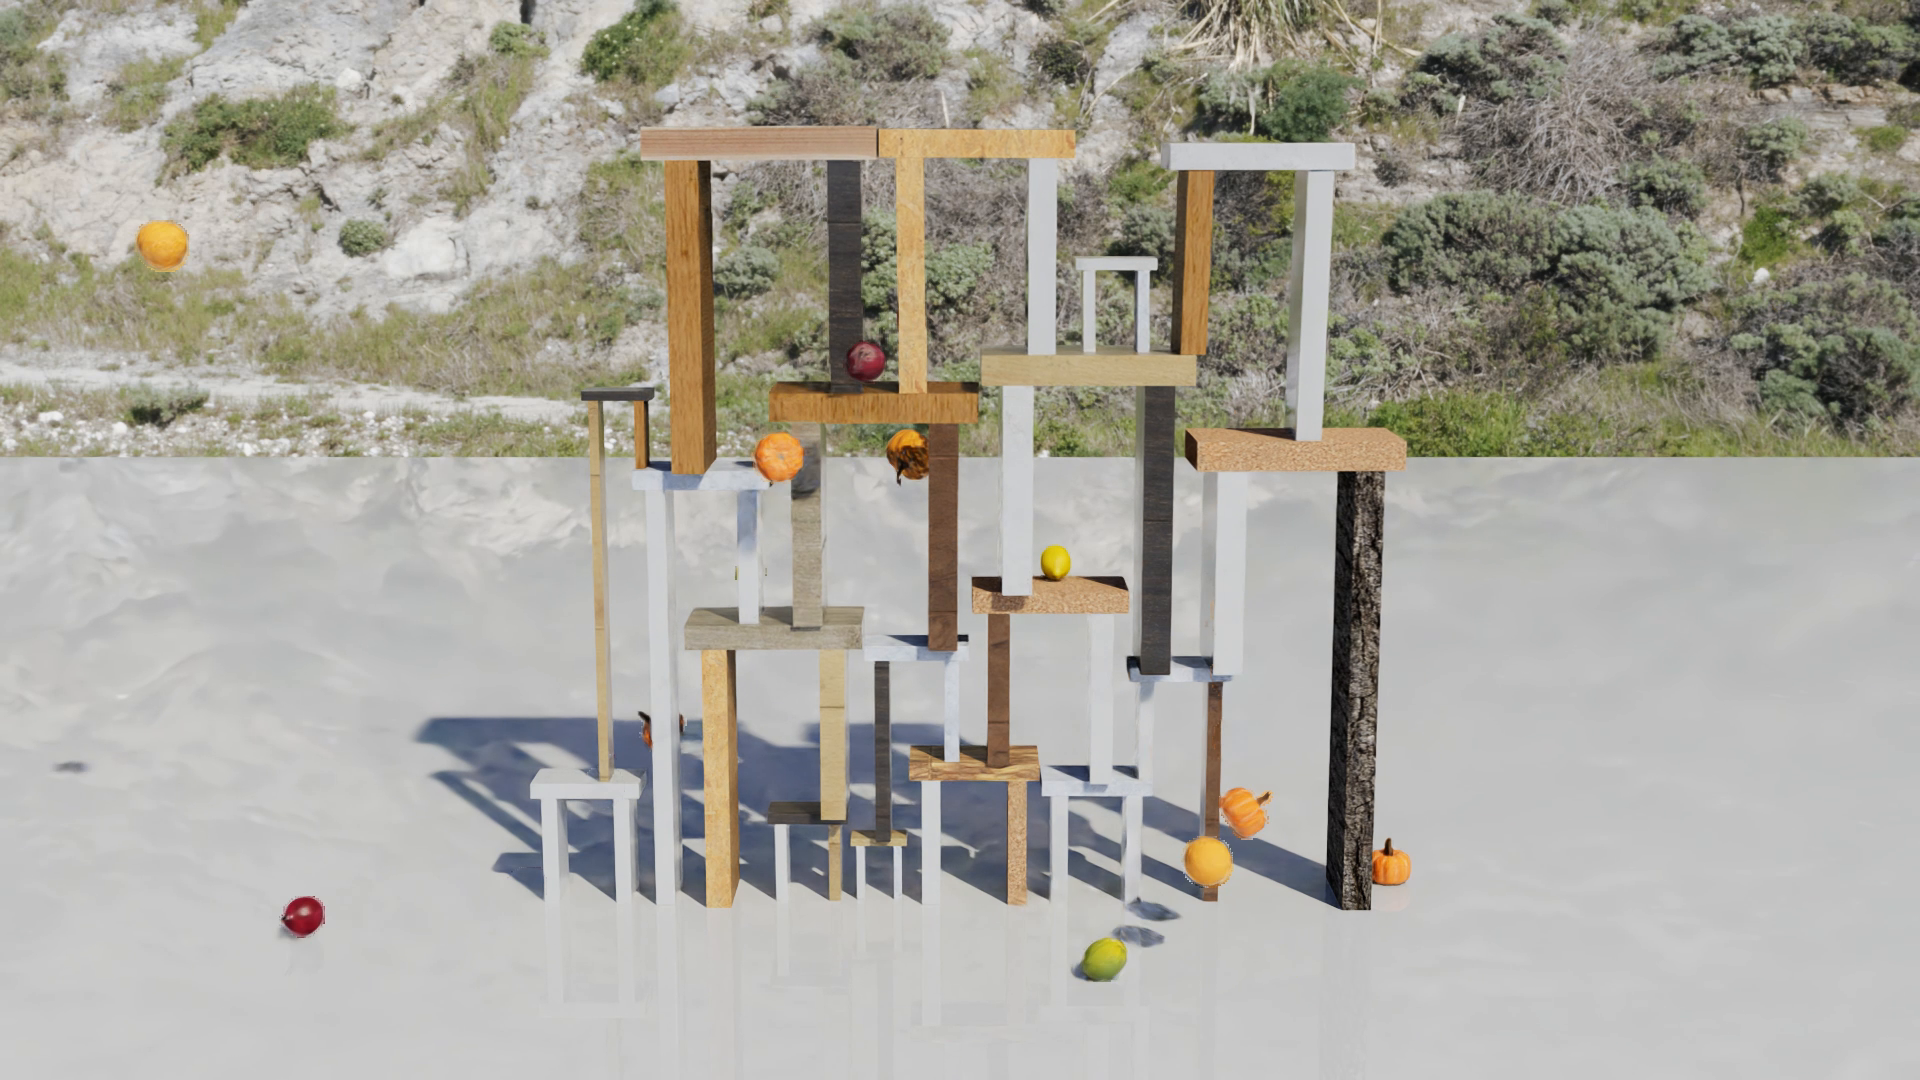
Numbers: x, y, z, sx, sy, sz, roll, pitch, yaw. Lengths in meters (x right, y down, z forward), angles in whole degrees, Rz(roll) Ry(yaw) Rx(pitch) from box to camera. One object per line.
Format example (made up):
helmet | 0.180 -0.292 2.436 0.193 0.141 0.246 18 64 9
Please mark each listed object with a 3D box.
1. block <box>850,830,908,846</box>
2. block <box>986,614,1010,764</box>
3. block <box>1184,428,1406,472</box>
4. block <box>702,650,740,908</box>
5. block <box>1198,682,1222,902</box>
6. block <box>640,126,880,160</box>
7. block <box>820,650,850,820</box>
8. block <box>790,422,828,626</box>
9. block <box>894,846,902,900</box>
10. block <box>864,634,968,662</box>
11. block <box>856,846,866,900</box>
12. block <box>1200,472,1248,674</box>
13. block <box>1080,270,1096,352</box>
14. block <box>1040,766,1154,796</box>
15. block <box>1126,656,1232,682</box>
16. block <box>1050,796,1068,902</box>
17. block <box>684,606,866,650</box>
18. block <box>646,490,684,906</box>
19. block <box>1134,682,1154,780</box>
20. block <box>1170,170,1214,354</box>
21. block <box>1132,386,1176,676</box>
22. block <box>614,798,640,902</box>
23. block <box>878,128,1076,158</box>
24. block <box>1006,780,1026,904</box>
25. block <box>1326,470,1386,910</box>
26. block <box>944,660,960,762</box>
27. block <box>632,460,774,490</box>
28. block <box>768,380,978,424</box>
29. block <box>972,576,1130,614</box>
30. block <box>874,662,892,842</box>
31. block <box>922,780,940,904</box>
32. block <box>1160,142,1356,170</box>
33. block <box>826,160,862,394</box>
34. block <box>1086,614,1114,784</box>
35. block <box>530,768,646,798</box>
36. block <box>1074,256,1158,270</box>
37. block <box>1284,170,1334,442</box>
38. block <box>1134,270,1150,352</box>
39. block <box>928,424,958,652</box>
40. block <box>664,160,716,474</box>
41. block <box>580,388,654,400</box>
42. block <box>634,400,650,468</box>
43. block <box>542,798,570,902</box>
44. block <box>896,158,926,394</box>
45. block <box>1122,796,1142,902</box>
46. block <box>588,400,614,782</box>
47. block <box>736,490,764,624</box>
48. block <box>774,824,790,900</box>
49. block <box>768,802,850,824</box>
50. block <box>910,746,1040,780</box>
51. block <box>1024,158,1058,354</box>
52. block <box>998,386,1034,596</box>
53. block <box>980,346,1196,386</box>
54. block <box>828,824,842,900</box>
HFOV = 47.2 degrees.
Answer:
block | -0.134 0.494 3.647 0.092 0.013 0.046 0 11 0
block | 0.062 0.230 3.602 0.035 0.250 0.125 0 11 -1
block | 0.535 -0.146 3.532 0.329 0.047 0.164 0 11 -1
block | -0.394 0.377 3.631 0.040 0.434 0.142 0 11 0
block | 0.414 0.406 3.638 0.023 0.373 0.083 0 11 0
block | -0.307 -0.622 3.444 0.359 0.051 0.180 0 11 0
block | -0.206 0.303 3.617 0.040 0.284 0.142 0 10 0
block | -0.243 -0.038 3.556 0.046 0.328 0.164 0 11 0
block | -0.103 0.546 3.656 0.013 0.092 0.046 0 11 -1
block | -0.071 0.175 3.585 0.169 0.024 0.085 0 11 -1
block | -0.164 0.546 3.656 0.013 0.092 0.046 0 11 0
block | 0.426 0.039 3.564 0.047 0.328 0.164 0 11 -2
block | 0.203 -0.365 3.485 0.018 0.128 0.064 -1 11 0
block | 0.225 0.398 3.637 0.182 0.026 0.091 0 11 0
block | 0.358 0.211 3.601 0.166 0.023 0.083 0 11 0
block | 0.164 0.500 3.656 0.026 0.182 0.091 0 11 0
block | -0.299 0.143 3.588 0.284 0.040 0.142 0 10 0
block | -0.484 0.251 3.605 0.031 0.691 0.108 0 11 0
block | 0.303 0.304 3.620 0.023 0.166 0.083 0 11 0
block | 0.366 -0.442 3.472 0.040 0.283 0.142 1 11 -1
block | 0.312 -0.028 3.551 0.047 0.464 0.167 0 11 0
block | -0.554 0.502 3.656 0.025 0.177 0.089 0 11 0
block | 0.025 -0.621 3.443 0.301 0.043 0.151 0 11 -1
block | 0.094 0.486 3.649 0.030 0.211 0.106 0 11 0
block | 0.646 0.233 3.604 0.047 0.725 0.164 0 11 0
block | -0.013 0.270 3.606 0.024 0.169 0.085 0 11 0
block | -0.412 -0.104 3.538 0.217 0.031 0.108 0 11 0
block | -0.135 -0.222 3.520 0.328 0.046 0.164 0 11 1
block | 0.145 0.089 3.576 0.250 0.035 0.125 0 11 0
block | -0.126 0.337 3.617 0.024 0.306 0.085 0 11 0
block | -0.047 0.486 3.649 0.030 0.211 0.106 0 11 0
block | 0.463 -0.601 3.440 0.284 0.040 0.142 0 11 -1
block | -0.183 -0.422 3.485 0.051 0.359 0.180 -1 11 -3
block | 0.229 0.246 3.608 0.035 0.284 0.125 0 11 0
block | -0.613 0.403 3.637 0.177 0.025 0.089 0 11 0
block | 0.245 -0.437 3.472 0.128 0.018 0.064 0 11 -1
block | 0.553 -0.375 3.487 0.040 0.420 0.142 1 11 1
block | 0.288 -0.365 3.486 0.018 0.128 0.064 -1 11 0
block | -0.026 -0.018 3.557 0.046 0.367 0.164 0 11 0
block | -0.427 -0.358 3.494 0.051 0.485 0.180 0 11 0
block | -0.546 -0.233 3.511 0.109 0.015 0.054 0 11 1
block | -0.509 -0.172 3.521 0.015 0.109 0.054 0 11 0
block | -0.673 0.502 3.656 0.025 0.177 0.089 0 11 0
block | -0.078 -0.421 3.472 0.043 0.362 0.151 -1 11 -2
block | 0.285 0.500 3.656 0.026 0.182 0.091 0 11 0
block | -0.582 0.083 3.571 0.015 0.628 0.054 0 11 0
block | -0.339 0.017 3.562 0.031 0.217 0.108 0 10 0
block | -0.294 0.526 3.655 0.019 0.131 0.066 -1 11 0
block | -0.250 0.452 3.641 0.131 0.019 0.066 0 11 0
block | 0.023 0.367 3.627 0.212 0.030 0.106 0 11 0
block | 0.127 -0.451 3.474 0.043 0.302 0.151 0 11 0
block | 0.088 -0.091 3.536 0.047 0.334 0.167 0 11 -1
block | 0.200 -0.279 3.502 0.334 0.047 0.167 0 11 0
block | -0.206 0.526 3.655 0.019 0.131 0.066 0 11 0
